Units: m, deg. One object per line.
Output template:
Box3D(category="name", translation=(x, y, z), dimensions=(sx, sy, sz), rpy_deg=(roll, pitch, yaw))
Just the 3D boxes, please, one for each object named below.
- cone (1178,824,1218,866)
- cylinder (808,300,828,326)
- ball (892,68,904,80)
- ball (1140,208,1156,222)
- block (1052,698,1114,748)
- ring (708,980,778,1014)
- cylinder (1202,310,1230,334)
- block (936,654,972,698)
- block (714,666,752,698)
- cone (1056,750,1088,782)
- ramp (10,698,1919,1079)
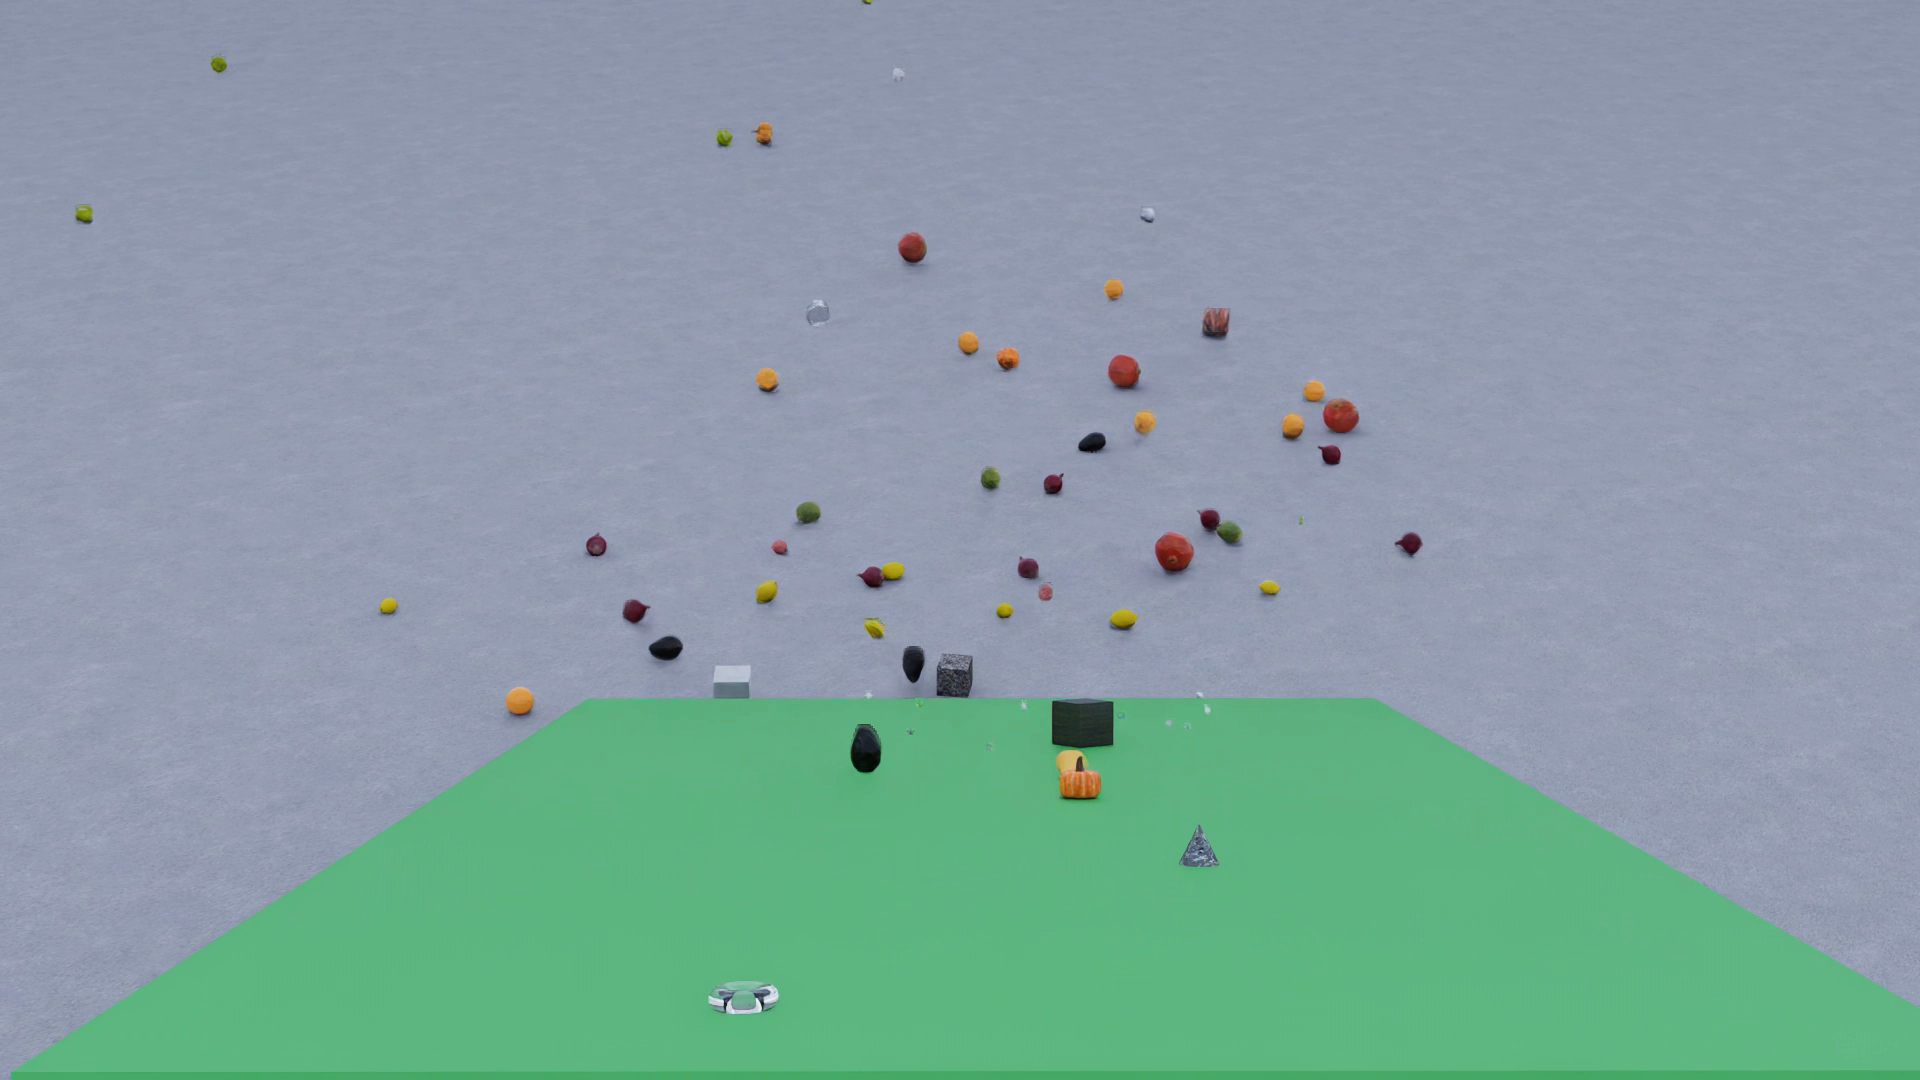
Box3D(category="cone", translation=(0.358, 0.455, 3.865), dimensions=(0.061, 0.061, 0.061), rpy_deg=(0, 2, 0))
Box3D(category="cylinder", translation=(-0.514, -0.819, 9.312), dimensions=(0.077, 0.077, 0.077), rpy_deg=(-1, 25, -3))
Box3D(category="ball", translation=(-0.297, -2.236, 12.387), dimensions=(0.057, 0.057, 0.057), rpy_deg=(0, 25, 0))
Box3D(category="ball", translation=(0.758, -1.310, 10.390), dimensions=(0.059, 0.059, 0.059), rpy_deg=(0, 25, 0))
Box3D(category="block", translation=(0.261, 0.389, 5.485), dimensions=(0.093, 0.093, 0.093), rpy_deg=(-1, 2, -36))
Box3D(category="ring", translation=(-0.239, 0.505, 2.846), dimensions=(0.078, 0.026, 0.078), rpy_deg=(-1, 2, 0))
Box3D(category="cylinder", translation=(0.915, -0.779, 9.216), dimensions=(0.085, 0.085, 0.085), rpy_deg=(5, 25, 10))
Box3D(category="block", translation=(-0.014, 0.356, 6.773), dimensions=(0.082, 0.082, 0.082), rpy_deg=(4, 25, 8))
Box3D(category="block", translation=(-0.590, 0.388, 6.693), dimensions=(0.092, 0.092, 0.092), rpy_deg=(0, 25, -1))
Box3D(category="cone", translation=(0.208, 0.440, 4.877), dimensions=(0.063, 0.063, 0.063), rpy_deg=(4, 29, 8))
Box3D(category="ramp", translation=(0.057, 0.515, 4.555), dimensions=(2.000, 0.100, 4.000), rpy_deg=(0, 2, 0))
